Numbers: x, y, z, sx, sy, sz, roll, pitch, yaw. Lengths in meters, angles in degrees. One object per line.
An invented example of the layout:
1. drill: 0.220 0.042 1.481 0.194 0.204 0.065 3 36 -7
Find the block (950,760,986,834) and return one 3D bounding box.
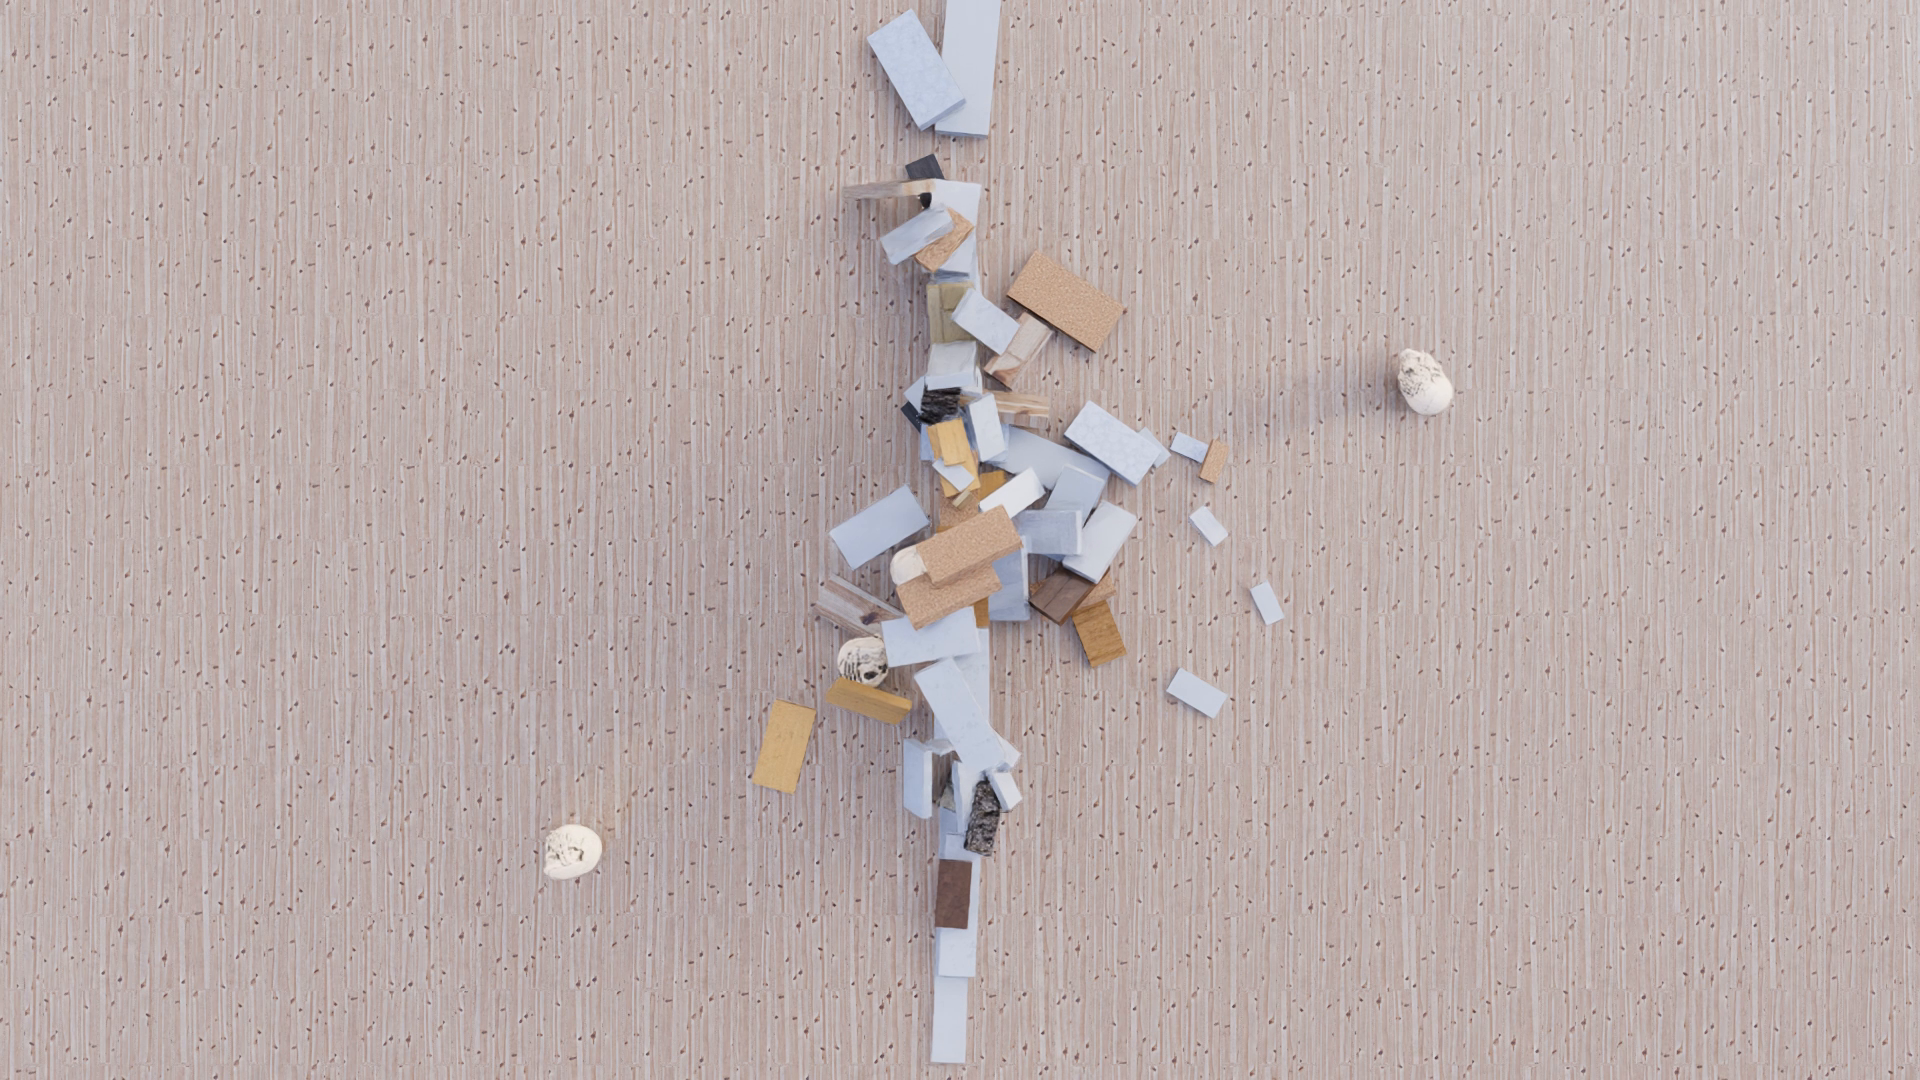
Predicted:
1. block: 0.036 0.835 5.426 0.119 0.034 0.238 -12 98 -42

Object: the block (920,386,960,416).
1. block: -0.055 -0.490 5.317 0.114 0.229 0.032 7 132 2

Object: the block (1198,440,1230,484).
1. block: 0.844 -0.261 5.479 0.067 0.019 0.133 21 90 -21

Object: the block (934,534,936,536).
1. block: -0.003 0.007 5.342 0.158 0.315 0.045 0 89 0

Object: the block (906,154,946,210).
1. block: -0.093 -1.168 5.485 0.104 0.029 0.207 -24 90 0

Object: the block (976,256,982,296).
1. block: 0.010 -0.885 5.478 0.104 0.029 0.207 -6 86 0

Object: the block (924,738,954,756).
1. block: -0.049 0.669 5.422 0.071 0.141 0.020 23 111 29

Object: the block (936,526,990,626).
1. block: 0.009 0.112 5.162 0.158 0.045 0.315 -1 90 0

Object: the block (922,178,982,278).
1. block: -0.027 -1.022 5.404 0.155 0.044 0.311 7 78 2

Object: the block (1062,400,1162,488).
1. block: 0.503 -0.317 5.451 0.293 0.042 0.147 35 78 5

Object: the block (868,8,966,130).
1. block: -0.143 -1.551 5.440 0.177 0.050 0.354 -31 83 9

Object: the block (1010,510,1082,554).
1. block: 0.263 -0.028 5.411 0.279 0.040 0.139 1 96 28

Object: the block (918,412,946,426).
1. block: -0.070 -0.420 5.309 0.063 0.018 0.126 32 69 26

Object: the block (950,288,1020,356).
1. block: 0.082 -0.709 5.367 0.237 0.034 0.118 31 93 -42

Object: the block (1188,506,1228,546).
1. block: 0.828 -0.048 5.491 0.064 0.018 0.128 -40 90 0

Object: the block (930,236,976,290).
1. block: -0.024 -0.885 5.441 0.155 0.044 0.310 -1 86 0

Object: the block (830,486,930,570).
1. block: -0.267 -0.042 5.478 0.300 0.042 0.150 -32 90 0

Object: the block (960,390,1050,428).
1. block: 0.144 -0.436 5.427 0.293 0.147 0.042 7 122 0

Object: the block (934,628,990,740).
1. block: 0.005 0.447 5.136 0.170 0.048 0.339 0 90 0

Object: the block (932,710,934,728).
1. block: -0.001 0.561 5.330 0.170 0.339 0.048 -1 90 0

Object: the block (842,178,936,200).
1. block: -0.233 -1.137 5.345 0.144 0.289 0.041 -20 109 -42

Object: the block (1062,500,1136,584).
1. block: 0.459 0.005 5.424 0.130 0.037 0.261 28 72 19

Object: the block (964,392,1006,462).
1. block: 0.081 -0.365 5.335 0.101 0.029 0.203 -28 121 -27

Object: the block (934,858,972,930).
1. block: -0.022 1.163 5.420 0.109 0.031 0.219 4 90 0

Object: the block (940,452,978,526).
1. block: -0.003 -0.160 5.240 0.121 0.034 0.242 0 90 0

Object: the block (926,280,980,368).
1. block: -0.020 -0.688 5.404 0.155 0.044 0.311 -5 119 0

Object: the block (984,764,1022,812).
1. block: 0.136 0.794 5.451 0.026 0.091 0.183 -24 93 32

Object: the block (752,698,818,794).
1. block: -0.582 0.685 5.480 0.143 0.041 0.286 15 90 0

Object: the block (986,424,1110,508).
1. block: 0.257 -0.265 5.479 0.474 0.042 0.147 23 90 0

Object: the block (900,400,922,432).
1. block: -0.121 -0.401 5.464 0.076 0.022 0.152 -40 90 8

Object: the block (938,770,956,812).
1. block: -0.015 0.821 5.438 0.071 0.020 0.141 24 72 -7

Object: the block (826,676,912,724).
1. block: -0.299 0.528 5.407 0.254 0.127 0.036 20 55 -15

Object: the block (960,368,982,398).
1. block: 0.034 -0.513 5.324 0.067 0.134 0.019 11 132 -13

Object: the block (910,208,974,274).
1. block: -0.059 -0.971 5.352 0.104 0.029 0.207 39 81 12
